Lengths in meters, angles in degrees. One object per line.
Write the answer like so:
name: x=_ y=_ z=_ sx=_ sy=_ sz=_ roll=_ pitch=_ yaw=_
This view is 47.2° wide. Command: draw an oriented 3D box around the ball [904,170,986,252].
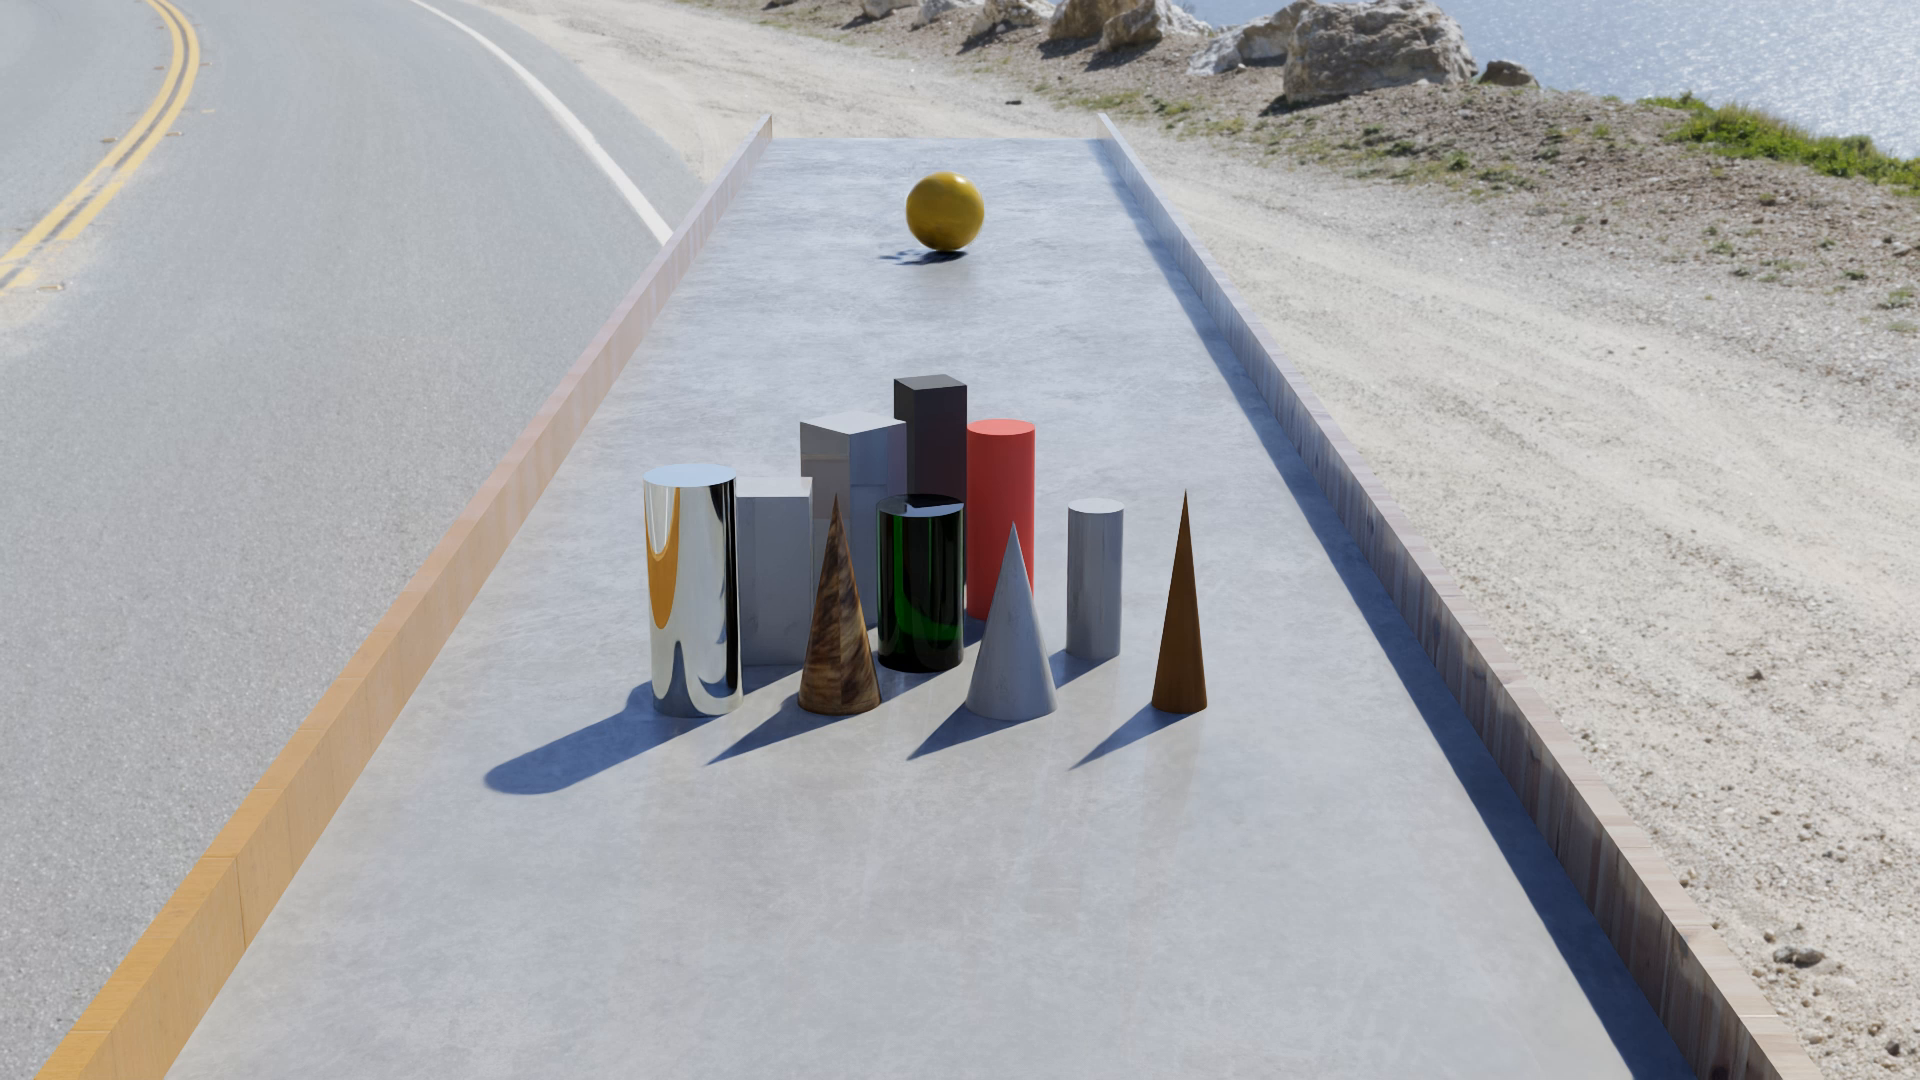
ball: x=-0.063 y=-1.392 z=9.312 sx=0.340 sy=0.340 sz=0.340 roll=0 pitch=17 yaw=0

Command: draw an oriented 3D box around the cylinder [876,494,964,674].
cylinder: x=-0.079 y=0.085 z=4.379 sx=0.173 sy=0.321 sz=0.173 roll=0 pitch=17 yaw=0

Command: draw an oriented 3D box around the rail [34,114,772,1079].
rail: x=-1.118 y=-0.838 z=7.780 sx=0.050 sy=0.150 sz=12.000 roll=0 pitch=17 yaw=-1

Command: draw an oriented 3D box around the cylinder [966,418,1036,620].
cylinder: x=0.086 y=-0.042 z=4.657 sx=0.144 sy=0.406 sz=0.144 roll=0 pitch=17 yaw=0

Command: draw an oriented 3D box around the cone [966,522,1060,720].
cone: x=0.099 y=0.136 z=4.131 sx=0.179 sy=0.364 sz=0.179 roll=0 pitch=17 yaw=0

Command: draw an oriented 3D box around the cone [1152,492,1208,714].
cone: x=0.417 y=0.106 z=4.119 sx=0.106 sy=0.427 sz=0.106 roll=0 pitch=17 yaw=0

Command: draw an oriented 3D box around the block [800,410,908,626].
block: x=-0.223 y=-0.046 z=4.644 sx=0.158 sy=0.419 sz=0.158 roll=-15 pitch=22 yaw=-41

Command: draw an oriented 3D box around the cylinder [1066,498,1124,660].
cylinder: x=0.271 y=0.078 z=4.427 sx=0.112 sy=0.306 sz=0.112 roll=0 pitch=17 yaw=0

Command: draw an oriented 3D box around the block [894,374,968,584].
block: x=-0.065 y=-0.128 z=4.862 sx=0.123 sy=0.453 sz=0.123 roll=-7 pitch=18 yaw=-22

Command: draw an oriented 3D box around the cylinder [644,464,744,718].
cylinder: x=-0.499 y=0.094 z=4.125 sx=0.172 sy=0.448 sz=0.172 roll=0 pitch=17 yaw=0

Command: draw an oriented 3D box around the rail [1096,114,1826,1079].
rail: x=0.932 y=-0.844 z=7.801 sx=0.050 sy=0.150 sz=12.000 roll=0 pitch=17 yaw=-1

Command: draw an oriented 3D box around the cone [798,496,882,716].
cone: x=-0.230 y=0.108 z=4.137 sx=0.161 sy=0.414 sz=0.161 roll=0 pitch=17 yaw=0

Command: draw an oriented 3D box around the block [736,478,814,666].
block: x=-0.370 y=0.061 z=4.410 sx=0.148 sy=0.348 sz=0.148 roll=0 pitch=17 yaw=-1
